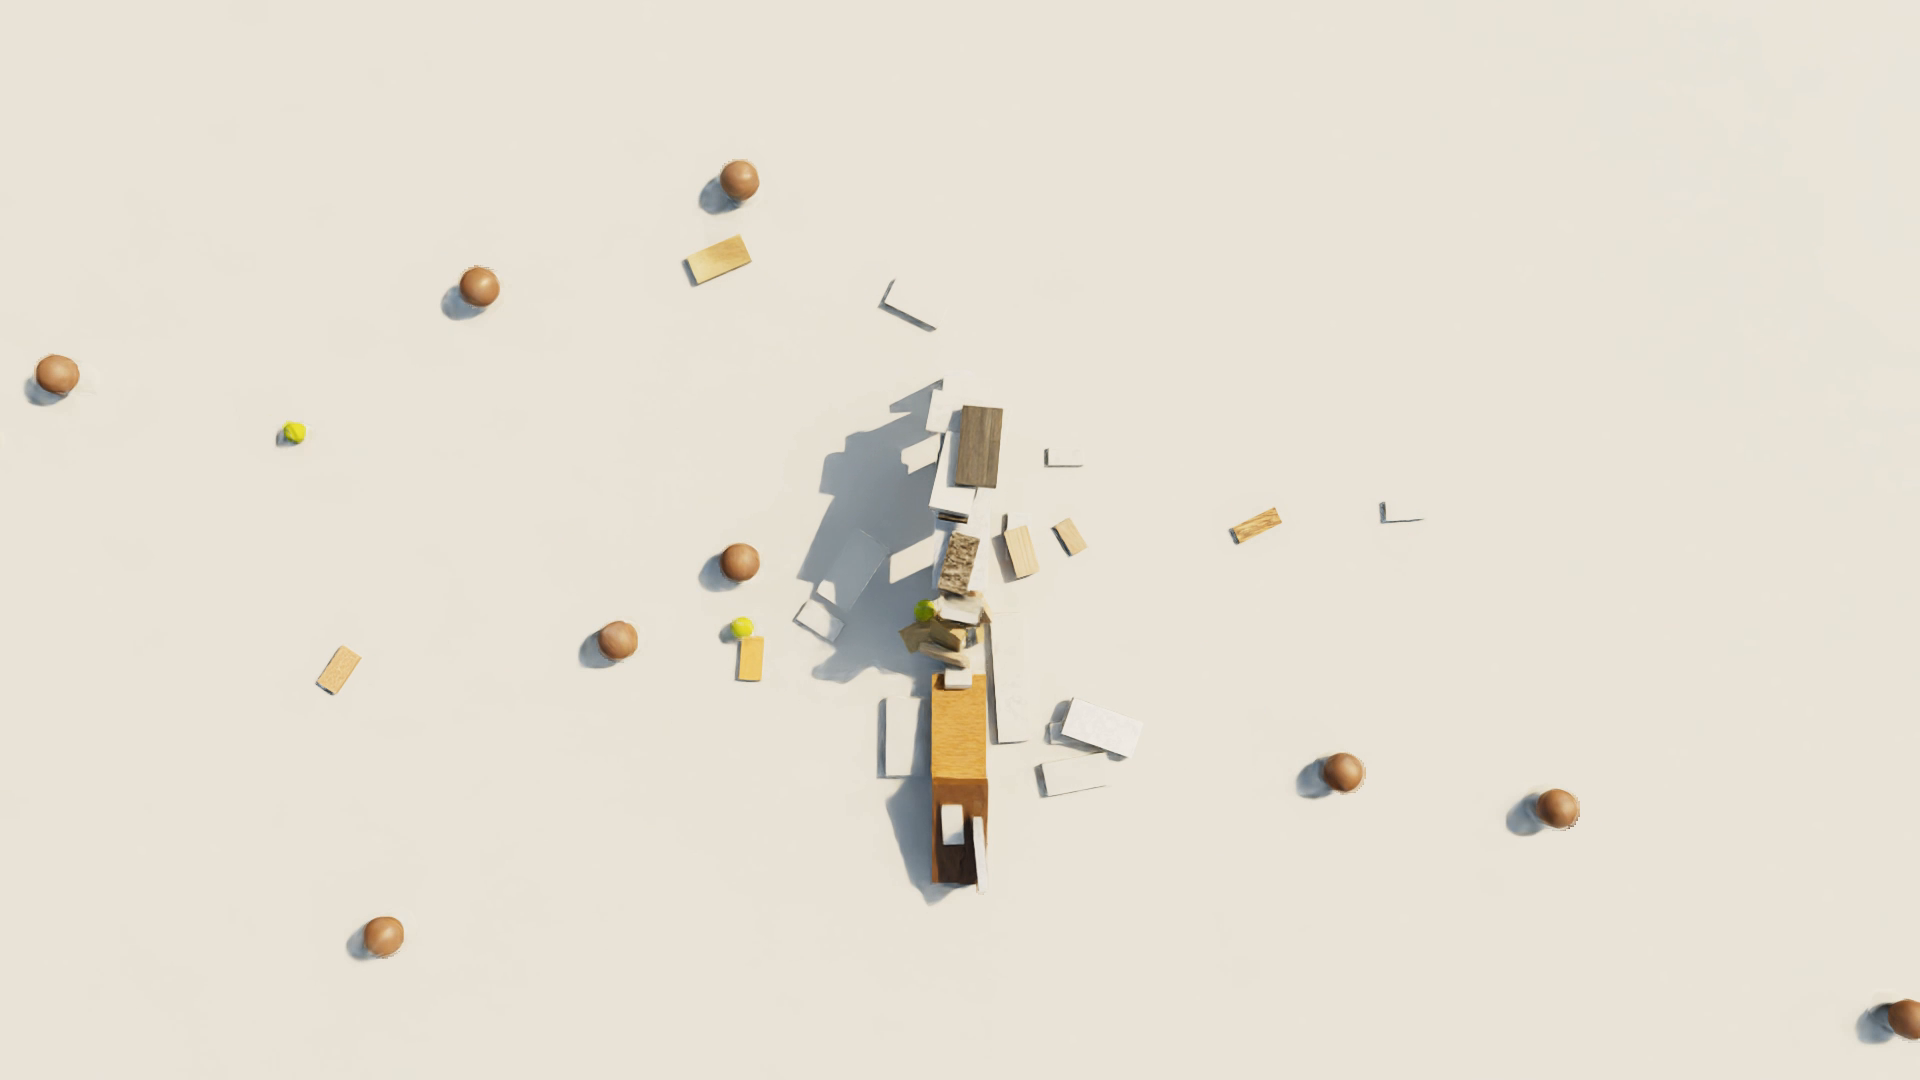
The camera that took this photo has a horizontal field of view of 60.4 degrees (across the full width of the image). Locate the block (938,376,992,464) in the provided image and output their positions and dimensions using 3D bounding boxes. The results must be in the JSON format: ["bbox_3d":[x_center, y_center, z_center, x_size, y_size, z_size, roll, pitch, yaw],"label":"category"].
[{"bbox_3d":[0.016,-0.356,5.174,0.152,0.043,0.303,3,90,0],"label":"block"}]

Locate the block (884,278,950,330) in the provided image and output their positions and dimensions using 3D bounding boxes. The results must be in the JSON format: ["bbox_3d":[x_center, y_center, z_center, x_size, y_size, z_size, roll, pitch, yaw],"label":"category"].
[{"bbox_3d":[-0.142,-0.789,5.486,0.194,0.027,0.097,26,90,0],"label":"block"}]

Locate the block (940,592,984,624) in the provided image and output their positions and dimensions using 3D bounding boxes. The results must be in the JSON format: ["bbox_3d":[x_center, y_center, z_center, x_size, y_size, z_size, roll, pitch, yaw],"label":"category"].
[{"bbox_3d":[0.007,0.211,5.151,0.114,0.229,0.032,12,101,2],"label":"block"}]

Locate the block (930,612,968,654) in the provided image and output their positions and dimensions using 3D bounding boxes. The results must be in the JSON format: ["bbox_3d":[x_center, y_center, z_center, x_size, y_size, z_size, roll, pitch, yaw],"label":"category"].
[{"bbox_3d":[-0.037,0.310,5.341,0.114,0.229,0.032,37,73,10],"label":"block"}]

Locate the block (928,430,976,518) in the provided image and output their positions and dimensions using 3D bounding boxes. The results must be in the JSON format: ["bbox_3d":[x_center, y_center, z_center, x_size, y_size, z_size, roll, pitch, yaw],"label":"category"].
[{"bbox_3d":[-0.007,-0.202,5.073,0.126,0.036,0.251,12,73,3],"label":"block"}]

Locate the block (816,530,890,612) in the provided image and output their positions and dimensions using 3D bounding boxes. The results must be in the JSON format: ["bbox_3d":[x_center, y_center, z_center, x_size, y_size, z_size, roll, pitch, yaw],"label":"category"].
[{"bbox_3d":[-0.356,0.101,5.482,0.125,0.035,0.250,34,90,0],"label":"block"}]

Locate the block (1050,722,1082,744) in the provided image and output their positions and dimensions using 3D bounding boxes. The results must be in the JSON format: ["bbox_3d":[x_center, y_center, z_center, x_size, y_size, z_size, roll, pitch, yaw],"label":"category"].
[{"bbox_3d":[0.368,0.639,5.491,0.133,0.019,0.067,-5,90,0],"label":"block"}]

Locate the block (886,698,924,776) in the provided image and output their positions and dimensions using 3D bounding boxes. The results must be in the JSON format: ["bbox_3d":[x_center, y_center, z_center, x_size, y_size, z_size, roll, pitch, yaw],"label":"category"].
[{"bbox_3d":[-0.182,0.653,5.482,0.125,0.035,0.255,0,90,0],"label":"block"}]

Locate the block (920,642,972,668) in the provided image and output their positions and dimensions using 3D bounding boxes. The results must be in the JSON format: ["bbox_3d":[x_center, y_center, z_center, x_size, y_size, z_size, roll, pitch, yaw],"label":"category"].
[{"bbox_3d":[-0.049,0.377,5.395,0.159,0.080,0.023,16,72,21],"label":"block"}]

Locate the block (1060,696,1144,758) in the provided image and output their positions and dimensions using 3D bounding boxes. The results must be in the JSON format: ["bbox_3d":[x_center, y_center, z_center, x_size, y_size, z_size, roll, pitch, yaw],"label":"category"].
[{"bbox_3d":[0.471,0.621,5.467,0.250,0.035,0.125,20,87,-6],"label":"block"}]

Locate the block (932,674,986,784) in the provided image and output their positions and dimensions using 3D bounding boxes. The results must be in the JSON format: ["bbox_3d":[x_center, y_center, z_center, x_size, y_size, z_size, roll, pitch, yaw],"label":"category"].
[{"bbox_3d":[-0.004,0.623,5.429,0.179,0.051,0.358,0,82,0],"label":"block"}]

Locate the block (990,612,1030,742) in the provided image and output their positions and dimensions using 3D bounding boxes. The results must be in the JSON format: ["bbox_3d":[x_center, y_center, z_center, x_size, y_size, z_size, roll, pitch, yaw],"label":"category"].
[{"bbox_3d":[0.167,0.455,5.485,0.107,0.030,0.426,-4,90,0],"label":"block"}]

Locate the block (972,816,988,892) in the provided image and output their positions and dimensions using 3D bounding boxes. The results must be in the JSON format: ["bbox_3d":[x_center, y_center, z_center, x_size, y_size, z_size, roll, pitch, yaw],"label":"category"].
[{"bbox_3d":[0.067,1.016,5.339,0.030,0.107,0.214,-5,107,2],"label":"block"}]

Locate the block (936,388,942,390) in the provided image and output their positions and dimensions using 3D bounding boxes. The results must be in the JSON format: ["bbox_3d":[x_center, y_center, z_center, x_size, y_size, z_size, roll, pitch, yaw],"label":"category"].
[{"bbox_3d":[0.002,-0.451,5.348,0.152,0.303,0.043,0,88,0],"label":"block"}]

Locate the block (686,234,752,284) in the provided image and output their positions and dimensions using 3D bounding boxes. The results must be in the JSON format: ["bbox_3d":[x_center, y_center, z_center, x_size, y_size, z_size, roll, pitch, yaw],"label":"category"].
[{"bbox_3d":[-0.800,-0.934,5.486,0.194,0.027,0.097,-23,90,0],"label":"block"}]

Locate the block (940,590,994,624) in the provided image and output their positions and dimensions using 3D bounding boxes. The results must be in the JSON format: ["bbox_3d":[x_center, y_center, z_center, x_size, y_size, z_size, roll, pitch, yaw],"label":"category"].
[{"bbox_3d":[0.017,0.193,5.316,0.114,0.229,0.032,-2,53,22],"label":"block"}]

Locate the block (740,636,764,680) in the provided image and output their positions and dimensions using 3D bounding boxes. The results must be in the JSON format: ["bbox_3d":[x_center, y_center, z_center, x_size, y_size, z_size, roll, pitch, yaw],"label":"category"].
[{"bbox_3d":[-0.693,0.392,5.490,0.072,0.021,0.145,4,90,0],"label":"block"}]

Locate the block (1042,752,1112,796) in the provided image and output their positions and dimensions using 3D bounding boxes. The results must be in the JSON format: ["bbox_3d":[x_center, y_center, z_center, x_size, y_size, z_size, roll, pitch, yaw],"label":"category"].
[{"bbox_3d":[0.388,0.777,5.485,0.214,0.030,0.107,-11,90,0],"label":"block"}]

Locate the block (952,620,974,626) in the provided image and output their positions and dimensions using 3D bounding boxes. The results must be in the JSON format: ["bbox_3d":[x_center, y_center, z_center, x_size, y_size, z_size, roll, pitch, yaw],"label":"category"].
[{"bbox_3d":[0.007,0.248,5.277,0.090,0.181,0.026,15,83,-1],"label":"block"}]

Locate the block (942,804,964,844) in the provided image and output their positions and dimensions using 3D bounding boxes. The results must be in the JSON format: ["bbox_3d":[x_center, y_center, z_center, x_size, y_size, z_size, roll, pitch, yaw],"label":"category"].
[{"bbox_3d":[-0.023,0.924,5.356,0.067,0.019,0.133,-3,107,1],"label":"block"}]

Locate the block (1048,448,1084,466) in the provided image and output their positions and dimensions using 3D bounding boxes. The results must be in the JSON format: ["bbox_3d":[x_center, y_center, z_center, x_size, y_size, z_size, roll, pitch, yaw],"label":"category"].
[{"bbox_3d":[0.353,-0.278,5.492,0.117,0.017,0.059,0,90,0],"label":"block"}]

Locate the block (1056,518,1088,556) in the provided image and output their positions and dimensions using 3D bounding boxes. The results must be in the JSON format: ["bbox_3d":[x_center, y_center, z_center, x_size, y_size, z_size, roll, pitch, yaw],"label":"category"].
[{"bbox_3d":[0.371,-0.011,5.492,0.059,0.017,0.117,-31,90,0],"label":"block"}]

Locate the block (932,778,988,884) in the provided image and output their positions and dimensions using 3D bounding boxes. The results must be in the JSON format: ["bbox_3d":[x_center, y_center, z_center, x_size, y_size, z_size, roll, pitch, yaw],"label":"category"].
[{"bbox_3d":[-0.001,0.953,5.402,0.179,0.051,0.358,1,107,0],"label":"block"}]

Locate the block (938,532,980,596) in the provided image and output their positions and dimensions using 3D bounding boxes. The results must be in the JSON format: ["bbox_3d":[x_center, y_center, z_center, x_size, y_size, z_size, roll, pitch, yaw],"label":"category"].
[{"bbox_3d":[-0.004,0.072,5.097,0.090,0.026,0.181,14,90,-1],"label":"block"}]

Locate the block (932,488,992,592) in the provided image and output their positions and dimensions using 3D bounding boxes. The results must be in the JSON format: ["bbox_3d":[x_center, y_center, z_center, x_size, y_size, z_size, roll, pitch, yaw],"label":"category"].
[{"bbox_3d":[0.005,-0.014,5.136,0.170,0.048,0.339,2,90,0],"label":"block"}]

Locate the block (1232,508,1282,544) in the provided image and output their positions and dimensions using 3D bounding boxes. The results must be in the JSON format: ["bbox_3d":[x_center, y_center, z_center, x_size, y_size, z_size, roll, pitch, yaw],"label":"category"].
[{"bbox_3d":[0.989,-0.049,5.492,0.156,0.017,0.058,-26,90,0],"label":"block"}]

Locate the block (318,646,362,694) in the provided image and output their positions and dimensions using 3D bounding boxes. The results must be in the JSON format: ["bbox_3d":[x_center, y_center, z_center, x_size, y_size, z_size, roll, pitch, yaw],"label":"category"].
[{"bbox_3d":[-2.065,0.432,5.490,0.072,0.021,0.145,34,90,0],"label":"block"}]

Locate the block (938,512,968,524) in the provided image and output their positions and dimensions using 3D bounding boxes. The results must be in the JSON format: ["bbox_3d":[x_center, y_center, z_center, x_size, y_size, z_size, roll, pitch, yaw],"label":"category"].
[{"bbox_3d":[-0.003,-0.164,5.093,0.090,0.026,0.222,10,73,2],"label":"block"}]

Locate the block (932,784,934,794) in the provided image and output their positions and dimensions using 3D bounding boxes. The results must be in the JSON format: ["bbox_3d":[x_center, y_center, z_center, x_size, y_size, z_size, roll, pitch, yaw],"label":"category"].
[{"bbox_3d":[-0.004,0.841,5.475,0.179,0.051,0.358,0,90,0],"label":"block"}]

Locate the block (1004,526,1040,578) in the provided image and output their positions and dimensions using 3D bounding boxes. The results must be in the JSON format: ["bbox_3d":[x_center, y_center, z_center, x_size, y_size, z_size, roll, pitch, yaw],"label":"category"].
[{"bbox_3d":[0.205,0.038,5.466,0.080,0.023,0.159,-17,90,0],"label":"block"}]

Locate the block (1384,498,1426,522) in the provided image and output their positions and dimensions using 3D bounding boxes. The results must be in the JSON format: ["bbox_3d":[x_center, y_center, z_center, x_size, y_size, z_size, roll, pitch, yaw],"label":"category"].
[{"bbox_3d":[1.482,-0.100,5.491,0.133,0.019,0.067,-4,90,0],"label":"block"}]

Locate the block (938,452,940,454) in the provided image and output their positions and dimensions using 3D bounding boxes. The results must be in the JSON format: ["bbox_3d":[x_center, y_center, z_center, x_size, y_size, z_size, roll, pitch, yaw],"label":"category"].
[{"bbox_3d":[0.004,-0.250,5.348,0.152,0.303,0.043,1,88,0],"label":"block"}]

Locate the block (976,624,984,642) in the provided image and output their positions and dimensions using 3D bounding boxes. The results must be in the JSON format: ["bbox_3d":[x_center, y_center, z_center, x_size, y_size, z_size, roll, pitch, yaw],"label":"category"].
[{"bbox_3d":[0.060,0.251,5.457,0.024,0.086,0.173,-6,90,0],"label":"block"}]

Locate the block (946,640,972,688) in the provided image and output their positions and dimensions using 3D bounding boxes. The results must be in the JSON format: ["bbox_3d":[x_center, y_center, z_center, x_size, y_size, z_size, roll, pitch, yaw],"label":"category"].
[{"bbox_3d":[-0.005,0.409,5.438,0.086,0.024,0.173,0,53,0],"label":"block"}]

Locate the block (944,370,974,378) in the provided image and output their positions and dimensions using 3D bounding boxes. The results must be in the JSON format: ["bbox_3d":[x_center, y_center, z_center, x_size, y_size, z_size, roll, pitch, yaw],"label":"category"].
[{"bbox_3d":[-0.003,-0.533,5.403,0.097,0.194,0.027,-4,90,0],"label":"block"}]

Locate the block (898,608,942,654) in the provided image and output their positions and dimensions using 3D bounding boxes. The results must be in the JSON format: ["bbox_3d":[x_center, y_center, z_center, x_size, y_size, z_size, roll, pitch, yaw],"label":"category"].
[{"bbox_3d":[-0.109,0.302,5.488,0.173,0.024,0.086,-27,90,0],"label":"block"}]

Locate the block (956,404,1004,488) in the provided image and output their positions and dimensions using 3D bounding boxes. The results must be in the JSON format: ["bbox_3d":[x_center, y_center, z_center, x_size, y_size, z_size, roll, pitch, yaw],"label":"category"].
[{"bbox_3d":[0.060,-0.287,5.062,0.126,0.036,0.251,5,73,0],"label":"block"}]

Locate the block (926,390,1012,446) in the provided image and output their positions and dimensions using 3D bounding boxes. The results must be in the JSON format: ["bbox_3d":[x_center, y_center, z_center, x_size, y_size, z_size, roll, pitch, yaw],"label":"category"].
[{"bbox_3d":[0.029,-0.381,5.134,0.251,0.036,0.126,11,90,0],"label":"block"}]

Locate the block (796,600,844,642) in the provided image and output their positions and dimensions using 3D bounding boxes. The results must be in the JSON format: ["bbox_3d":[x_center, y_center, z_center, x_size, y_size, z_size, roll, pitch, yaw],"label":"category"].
[{"bbox_3d":[-0.464,0.271,5.490,0.145,0.021,0.072,33,90,0],"label":"block"}]

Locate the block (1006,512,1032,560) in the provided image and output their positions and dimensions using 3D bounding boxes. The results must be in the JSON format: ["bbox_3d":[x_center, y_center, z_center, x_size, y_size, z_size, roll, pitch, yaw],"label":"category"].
[{"bbox_3d":[0.195,-0.011,5.489,0.080,0.023,0.159,3,90,0],"label":"block"}]
